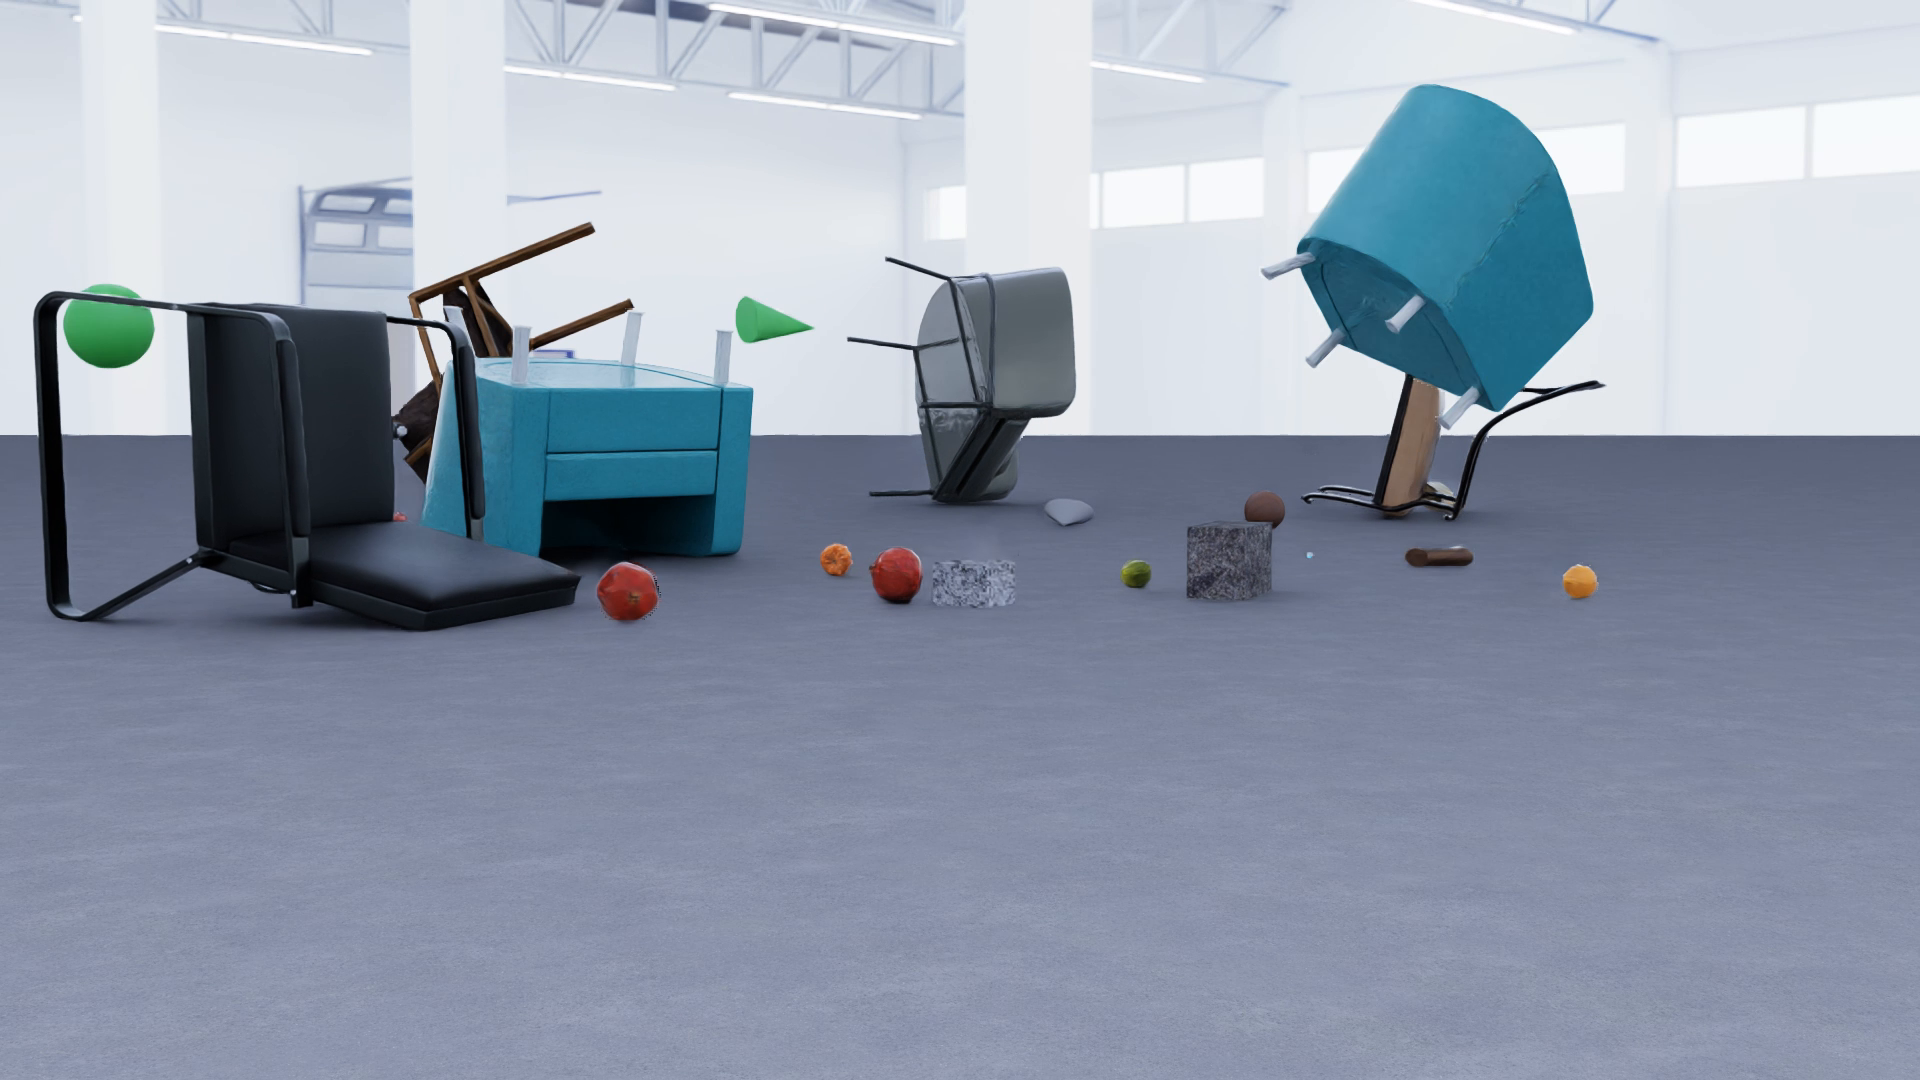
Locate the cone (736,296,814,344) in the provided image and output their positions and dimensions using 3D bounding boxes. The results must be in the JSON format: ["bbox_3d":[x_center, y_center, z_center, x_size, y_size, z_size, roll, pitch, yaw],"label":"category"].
[{"bbox_3d":[-0.548,-0.665,6.779,0.268,0.151,0.113,2,-26,-41],"label":"cone"}]

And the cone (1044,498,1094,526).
[{"bbox_3d":[0.351,-0.070,7.237,0.168,0.114,0.074,3,43,16],"label":"cone"}]

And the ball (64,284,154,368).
[{"bbox_3d":[-1.773,-0.446,4.583,0.178,0.178,0.178,0,4,0],"label":"ball"}]

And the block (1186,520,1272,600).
[{"bbox_3d":[0.590,0.043,4.803,0.126,0.153,0.233,2,4,22],"label":"block"}]

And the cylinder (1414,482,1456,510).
[{"bbox_3d":[1.767,-0.164,8.184,0.114,0.077,0.131,-5,47,-52],"label":"cylinder"}]

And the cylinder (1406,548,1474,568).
[{"bbox_3d":[1.212,0.043,5.564,0.125,0.048,0.122,-1,2,-16],"label":"cylinder"}]

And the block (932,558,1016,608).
[{"bbox_3d":[0.030,0.090,4.592,0.130,0.088,0.122,2,5,31],"label":"block"}]
